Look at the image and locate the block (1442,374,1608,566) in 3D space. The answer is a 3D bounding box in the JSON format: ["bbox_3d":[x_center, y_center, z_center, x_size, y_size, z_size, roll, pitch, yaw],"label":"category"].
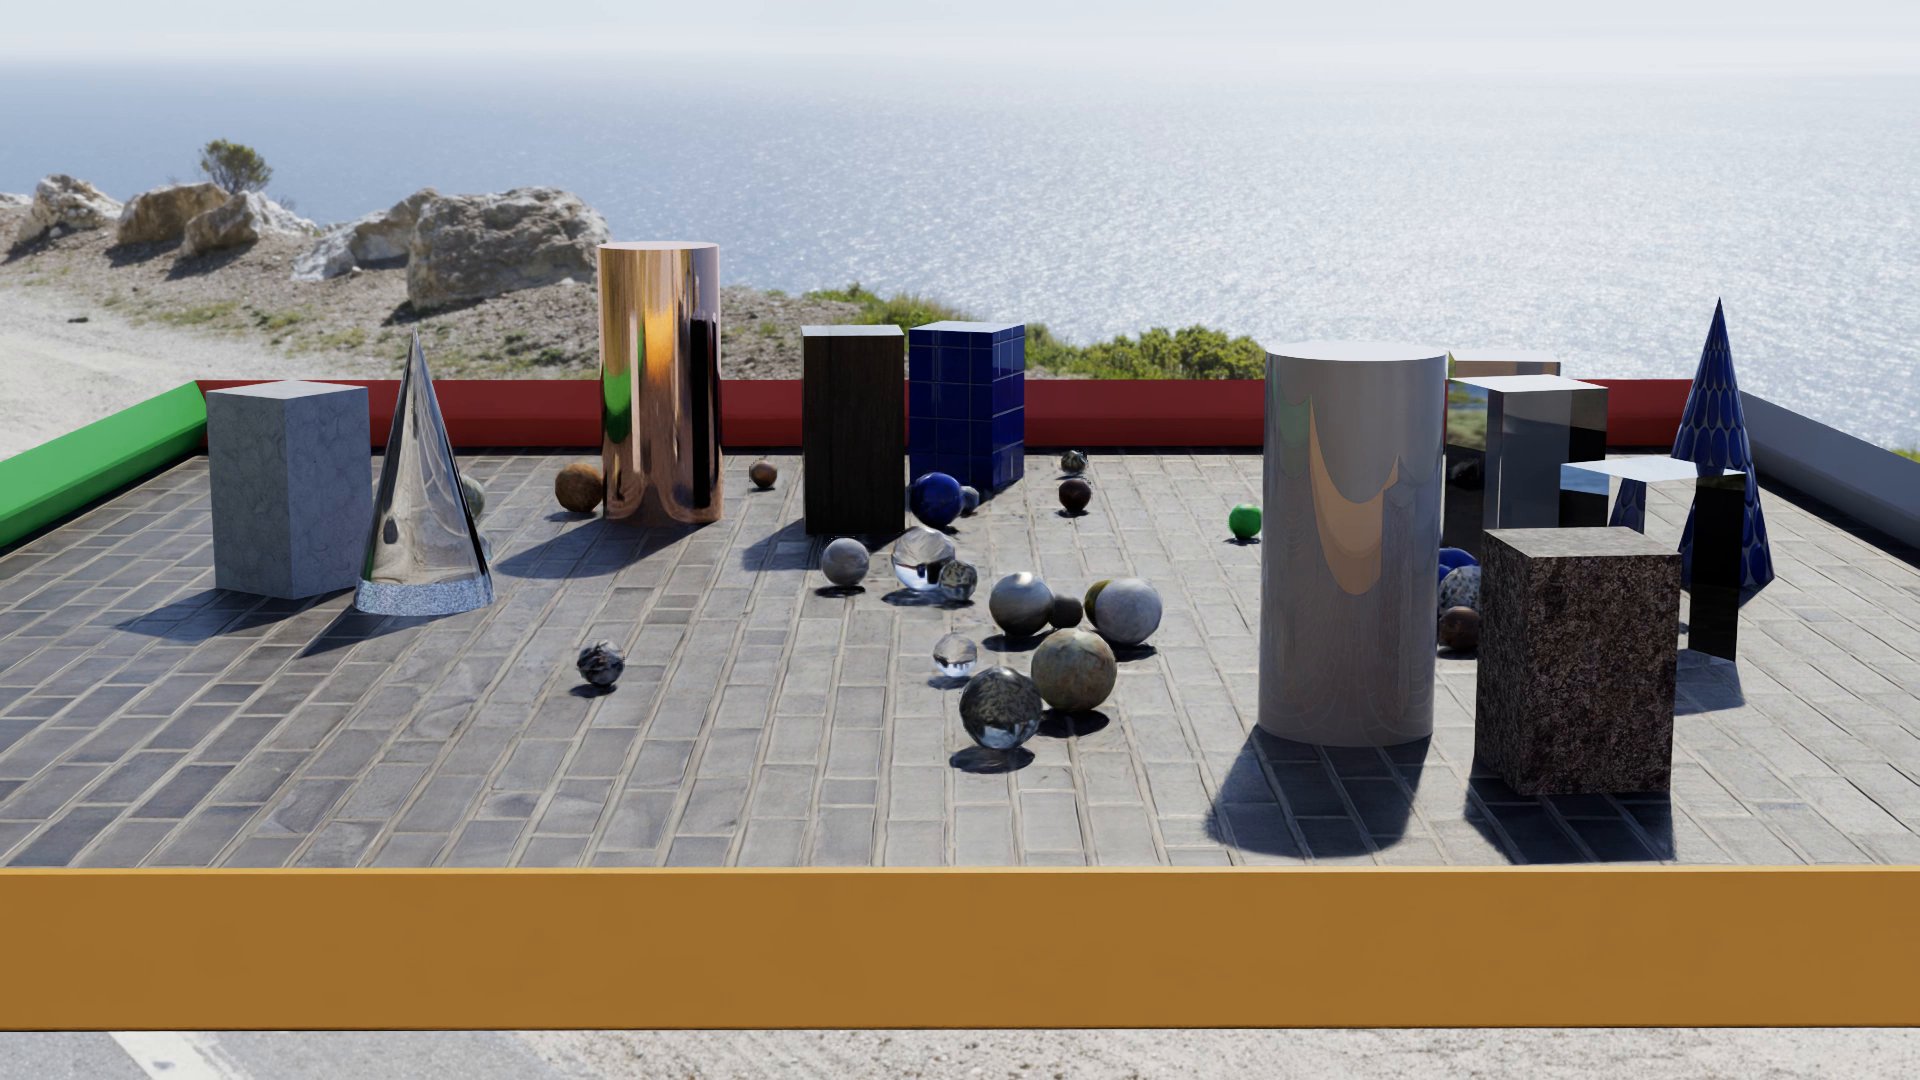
[{"bbox_3d":[0.771,-0.066,3.513,0.156,0.299,0.156,-3,11,-16],"label":"block"}]

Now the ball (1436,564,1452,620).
[{"bbox_3d":[0.628,0.069,3.396,0.076,0.076,0.076,0,11,0],"label":"ball"}]

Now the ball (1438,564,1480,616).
[{"bbox_3d":[0.661,0.076,3.322,0.088,0.088,0.088,0,11,0],"label":"ball"}]

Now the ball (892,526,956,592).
[{"bbox_3d":[-0.050,0.027,3.585,0.091,0.091,0.091,0,11,0],"label":"ball"}]

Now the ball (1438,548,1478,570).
[{"bbox_3d":[0.662,0.052,3.467,0.084,0.084,0.084,0,11,0],"label":"ball"}]

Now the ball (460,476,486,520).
[{"bbox_3d":[-0.798,-0.064,4.103,0.079,0.079,0.079,0,11,0],"label":"ball"}]

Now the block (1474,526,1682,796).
[{"bbox_3d":[0.635,0.122,2.651,0.156,0.245,0.156,-1,11,-6],"label":"block"}]

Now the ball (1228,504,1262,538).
[{"bbox_3d":[0.445,-0.030,3.990,0.054,0.054,0.054,0,11,0],"label":"ball"}]

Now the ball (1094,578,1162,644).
[{"bbox_3d":[0.214,0.090,3.257,0.086,0.086,0.086,0,11,0],"label":"ball"}]

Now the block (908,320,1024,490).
[{"bbox_3d":[0.013,-0.240,4.522,0.156,0.273,0.156,4,11,21],"label":"block"}]

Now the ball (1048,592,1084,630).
[{"bbox_3d":[0.135,0.093,3.339,0.049,0.049,0.049,0,11,0],"label":"ball"}]

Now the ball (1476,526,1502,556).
[{"bbox_3d":[0.793,0.004,3.819,0.050,0.050,0.050,0,11,0],"label":"ball"}]

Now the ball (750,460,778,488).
[{"bbox_3d":[-0.341,-0.115,4.467,0.047,0.047,0.047,0,11,0],"label":"ball"}]

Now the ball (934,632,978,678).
[{"bbox_3d":[-0.005,0.138,3.084,0.054,0.054,0.054,0,11,0],"label":"ball"}]

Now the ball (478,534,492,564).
[{"bbox_3d":[-0.709,0.017,3.744,0.052,0.052,0.052,0,11,0],"label":"ball"}]

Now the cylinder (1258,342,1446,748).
[{"bbox_3d":[0.430,0.000,2.829,0.195,0.419,0.195,0,11,0],"label":"cylinder"}]

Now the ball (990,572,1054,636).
[{"bbox_3d":[0.079,0.082,3.305,0.083,0.083,0.083,0,11,0],"label":"ball"}]

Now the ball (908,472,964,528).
[{"bbox_3d":[-0.038,-0.064,4.082,0.088,0.088,0.088,0,11,0],"label":"ball"}]

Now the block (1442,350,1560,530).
[{"bbox_3d":[0.834,-0.143,3.961,0.156,0.286,0.156,1,11,7],"label":"block"}]

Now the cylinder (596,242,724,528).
[{"bbox_3d":[-0.483,-0.255,4.143,0.195,0.441,0.195,0,11,0],"label":"cylinder"}]

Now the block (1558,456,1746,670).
[{"bbox_3d":[0.852,0.028,3.179,0.156,0.236,0.156,-5,12,-26],"label":"block"}]

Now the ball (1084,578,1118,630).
[{"bbox_3d":[0.195,0.084,3.332,0.070,0.070,0.070,0,11,0],"label":"ball"}]

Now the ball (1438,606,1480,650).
[{"bbox_3d":[0.630,0.111,3.230,0.055,0.055,0.055,0,11,0],"label":"ball"}]

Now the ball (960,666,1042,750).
[{"bbox_3d":[0.044,0.181,2.757,0.090,0.090,0.090,0,11,0],"label":"ball"}]

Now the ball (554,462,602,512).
[{"bbox_3d":[-0.625,-0.086,4.216,0.082,0.082,0.082,0,11,0],"label":"ball"}]

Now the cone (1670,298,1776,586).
[{"bbox_3d":[1.080,-0.150,3.682,0.195,0.404,0.195,0,11,0],"label":"cone"}]

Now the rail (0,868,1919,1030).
[{"bbox_3d":[0.009,0.307,1.972,2.927,0.127,0.045,0,11,0],"label":"rail"}]

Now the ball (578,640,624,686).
[{"bbox_3d":[-0.426,0.146,3.043,0.054,0.054,0.054,0,11,0],"label":"ball"}]

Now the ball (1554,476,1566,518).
[{"bbox_3d":[0.931,-0.069,4.120,0.084,0.084,0.084,0,11,0],"label":"ball"}]

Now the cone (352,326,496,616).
[{"bbox_3d":[-0.736,-0.104,3.493,0.195,0.382,0.195,0,11,0],"label":"cone"}]

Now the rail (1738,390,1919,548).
[{"bbox_3d":[1.440,0.031,3.457,0.045,0.127,3.052,0,11,0],"label":"rail"}]

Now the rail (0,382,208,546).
[{"bbox_3d":[-1.440,0.034,3.441,0.045,0.127,3.052,0,11,0],"label":"rail"}]

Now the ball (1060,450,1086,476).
[{"bbox_3d":[0.203,-0.136,4.585,0.046,0.046,0.046,0,11,0],"label":"ball"}]

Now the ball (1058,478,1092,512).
[{"bbox_3d":[0.189,-0.075,4.232,0.055,0.055,0.055,0,11,0],"label":"ball"}]

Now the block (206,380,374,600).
[{"bbox_3d":[-0.941,-0.074,3.614,0.156,0.278,0.156,7,12,32],"label":"block"}]

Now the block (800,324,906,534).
[{"bbox_3d":[-0.171,-0.178,4.079,0.156,0.312,0.156,-1,11,-5],"label":"block"}]

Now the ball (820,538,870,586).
[{"bbox_3d":[-0.161,0.032,3.618,0.069,0.069,0.069,0,11,0],"label":"ball"}]

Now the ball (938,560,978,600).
[{"bbox_3d":[-0.002,0.055,3.528,0.056,0.056,0.056,0,11,0],"label":"ball"}]

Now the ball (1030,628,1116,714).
[{"bbox_3d":[0.129,0.148,2.913,0.098,0.098,0.098,0,11,0],"label":"ball"}]

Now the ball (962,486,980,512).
[{"bbox_3d":[0.011,-0.067,4.218,0.044,0.044,0.044,0,11,0],"label":"ball"}]

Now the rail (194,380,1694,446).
[{"bbox_3d":[-0.009,-0.241,4.926,2.927,0.127,0.045,0,11,0],"label":"rail"}]
